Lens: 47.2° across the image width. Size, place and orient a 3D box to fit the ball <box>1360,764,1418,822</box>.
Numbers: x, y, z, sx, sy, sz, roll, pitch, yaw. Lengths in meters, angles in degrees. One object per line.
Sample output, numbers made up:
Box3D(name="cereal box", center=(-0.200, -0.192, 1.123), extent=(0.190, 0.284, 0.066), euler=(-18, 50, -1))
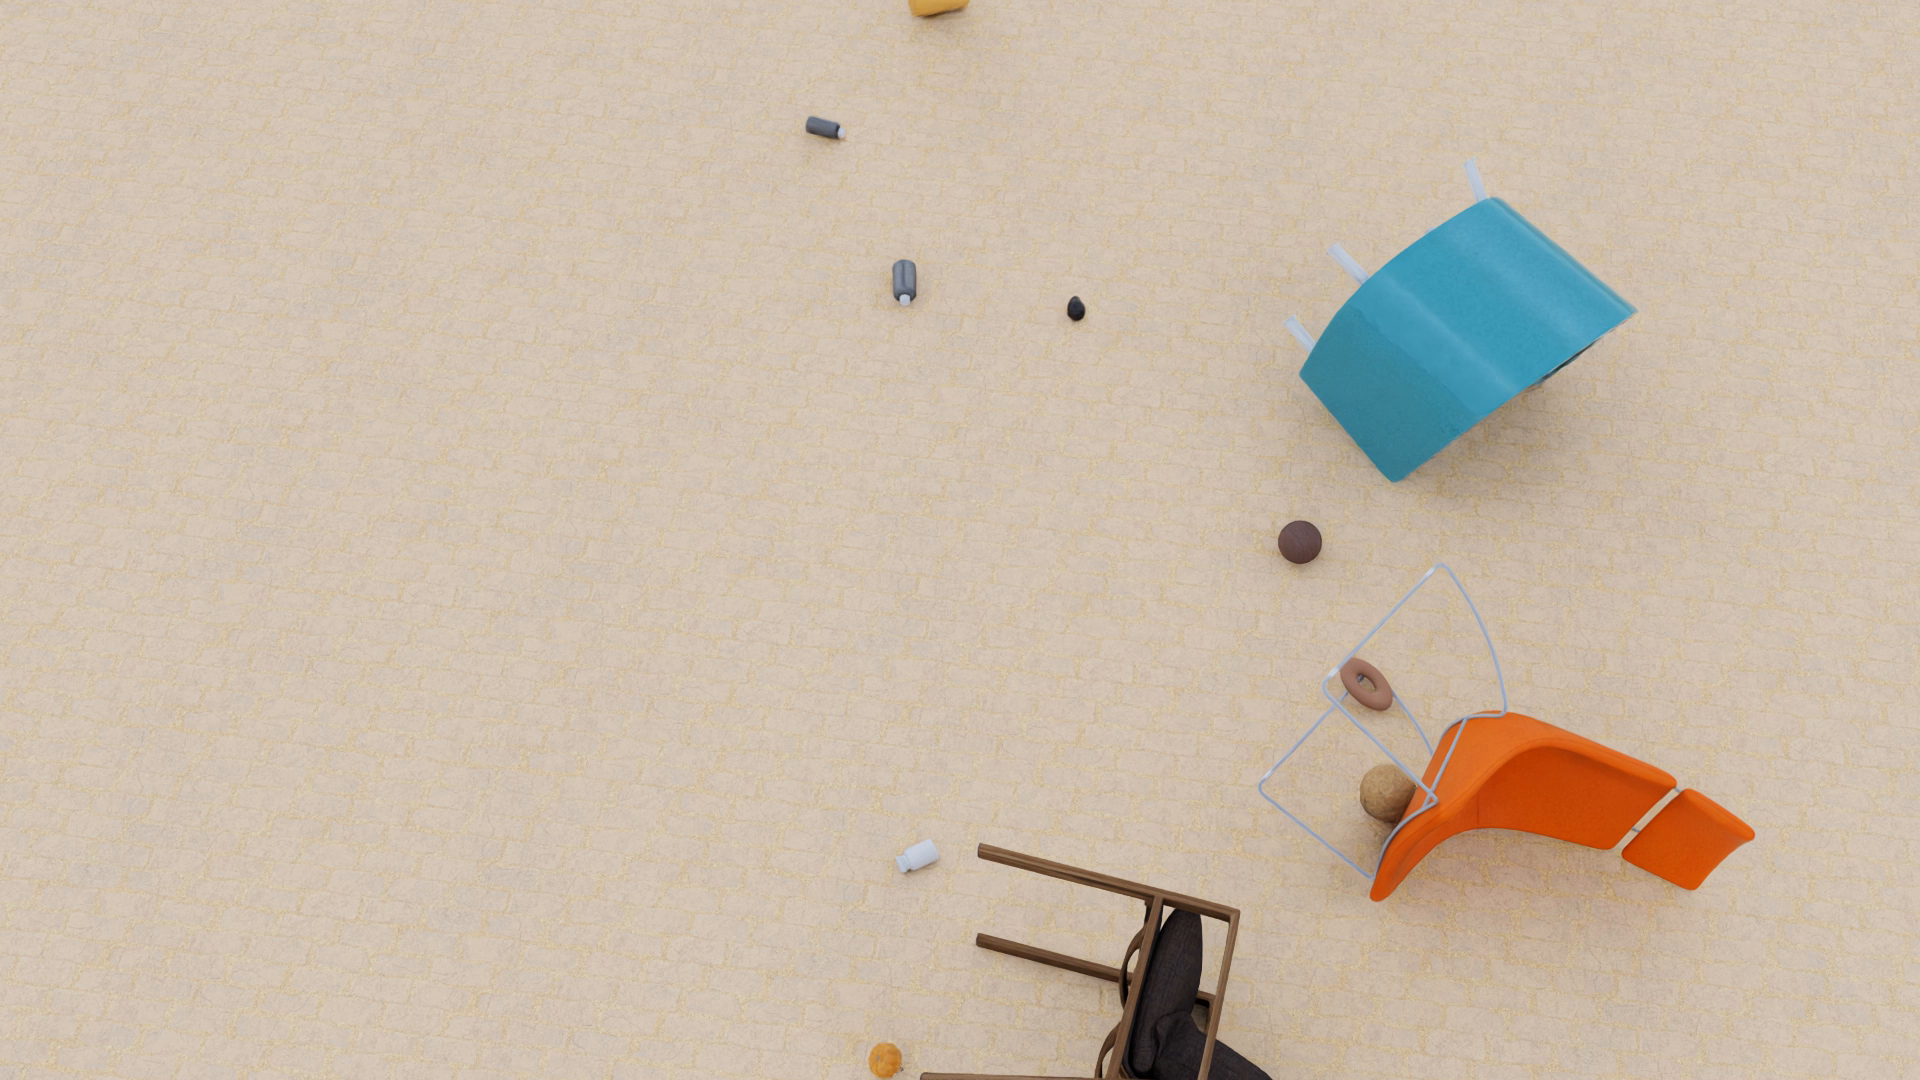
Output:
Box3D(name="ball", center=(1.172, 0.692, 6.014), extent=(0.158, 0.158, 0.158), euler=(0, 56, 0))

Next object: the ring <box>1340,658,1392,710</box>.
Box3D(name="ring", center=(1.151, 0.408, 6.236), extent=(0.115, 0.038, 0.185), euler=(-40, 79, -24))

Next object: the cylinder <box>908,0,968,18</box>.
Box3D(name="cylinder", center=(-0.083, -1.960, 7.780), extent=(0.195, 0.189, 0.147), euler=(-13, 31, -9))
